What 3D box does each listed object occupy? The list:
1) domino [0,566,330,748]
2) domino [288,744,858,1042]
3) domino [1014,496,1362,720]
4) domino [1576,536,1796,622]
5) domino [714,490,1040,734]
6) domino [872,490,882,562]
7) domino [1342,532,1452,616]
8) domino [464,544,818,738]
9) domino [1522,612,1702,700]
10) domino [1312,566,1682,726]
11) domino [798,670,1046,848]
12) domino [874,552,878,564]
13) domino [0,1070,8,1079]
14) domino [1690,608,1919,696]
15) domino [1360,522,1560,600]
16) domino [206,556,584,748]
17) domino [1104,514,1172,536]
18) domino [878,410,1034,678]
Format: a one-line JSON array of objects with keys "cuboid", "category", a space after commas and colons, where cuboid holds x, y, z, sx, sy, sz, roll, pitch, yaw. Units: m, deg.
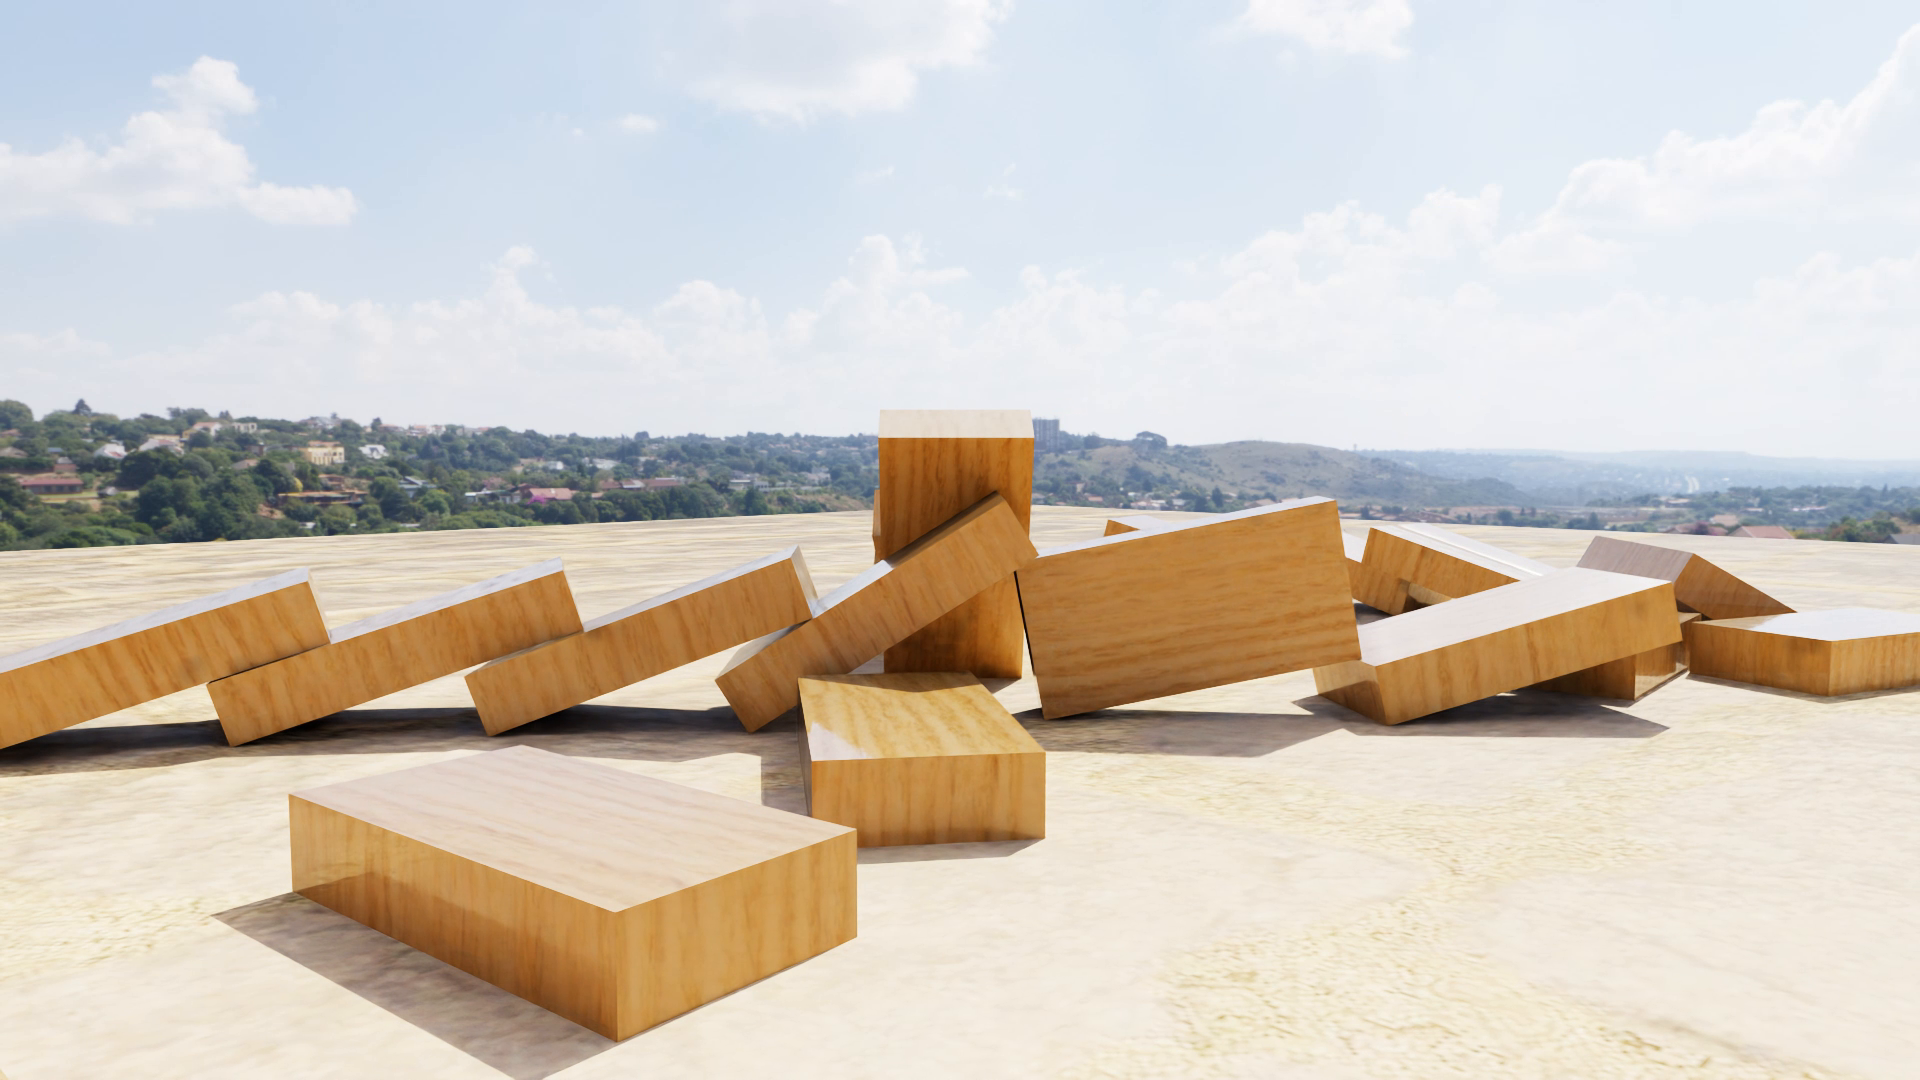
[{"cuboid": [-0.119, 0.017, 0.185, 0.050, 0.009, 0.025, -20, 12, -24], "category": "domino"}, {"cuboid": [-0.036, 0.029, 0.116, 0.050, 0.010, 0.025, 3, 5, 38], "category": "domino"}, {"cuboid": [0.035, 0.010, 0.201, 0.050, 0.025, 0.009, -11, 6, 0], "category": "domino"}, {"cuboid": [0.158, 0.011, 0.281, 0.025, 0.009, 0.050, 30, 7, 3], "category": "domino"}, {"cuboid": [-0.013, 0.010, 0.200, 0.050, 0.009, 0.025, -32, 6, 1], "category": "domino"}, {"cuboid": [-0.002, 0.007, 0.252, 0.025, 0.009, 0.050, 0, -27, 3], "category": "domino"}, {"cuboid": [0.101, 0.006, 0.338, 0.025, 0.009, 0.050, -4, 21, -43], "category": "domino"}, {"cuboid": [-0.048, 0.015, 0.199, 0.050, 0.010, 0.025, -20, 6, -3], "category": "domino"}, {"cuboid": [0.119, 0.020, 0.239, 0.025, 0.010, 0.050, 4, 6, 41], "category": "domino"}, {"cuboid": [0.086, 0.016, 0.208, 0.050, 0.009, 0.025, -15, 6, -7], "category": "domino"}, {"cuboid": [-0.007, 0.026, 0.161, 0.025, 0.010, 0.050, -1, 4, -9], "category": "domino"}, {"cuboid": [-0.001, 0.008, 0.287, 0.025, 0.009, 0.050, 1, -16, 11], "category": "domino"}, {"cuboid": [-0.072, 0.025, 0.071, 0.050, 0.009, 0.025, 4, -37, 41], "category": "domino"}, {"cuboid": [0.164, 0.020, 0.237, 0.050, 0.009, 0.025, -2, 5, -25], "category": "domino"}, {"cuboid": [0.126, 0.008, 0.309, 0.025, 0.010, 0.050, -4, 20, -40], "category": "domino"}, {"cuboid": [-0.085, 0.016, 0.198, 0.050, 0.009, 0.025, -19, 10, -16], "category": "domino"}, {"cuboid": [0.067, 0.005, 0.357, 0.050, 0.009, 0.025, 19, 14, 30], "category": "domino"}, {"cuboid": [-0.001, 0.002, 0.223, 0.025, 0.050, 0.010, 0, 34, -2], "category": "domino"}]
